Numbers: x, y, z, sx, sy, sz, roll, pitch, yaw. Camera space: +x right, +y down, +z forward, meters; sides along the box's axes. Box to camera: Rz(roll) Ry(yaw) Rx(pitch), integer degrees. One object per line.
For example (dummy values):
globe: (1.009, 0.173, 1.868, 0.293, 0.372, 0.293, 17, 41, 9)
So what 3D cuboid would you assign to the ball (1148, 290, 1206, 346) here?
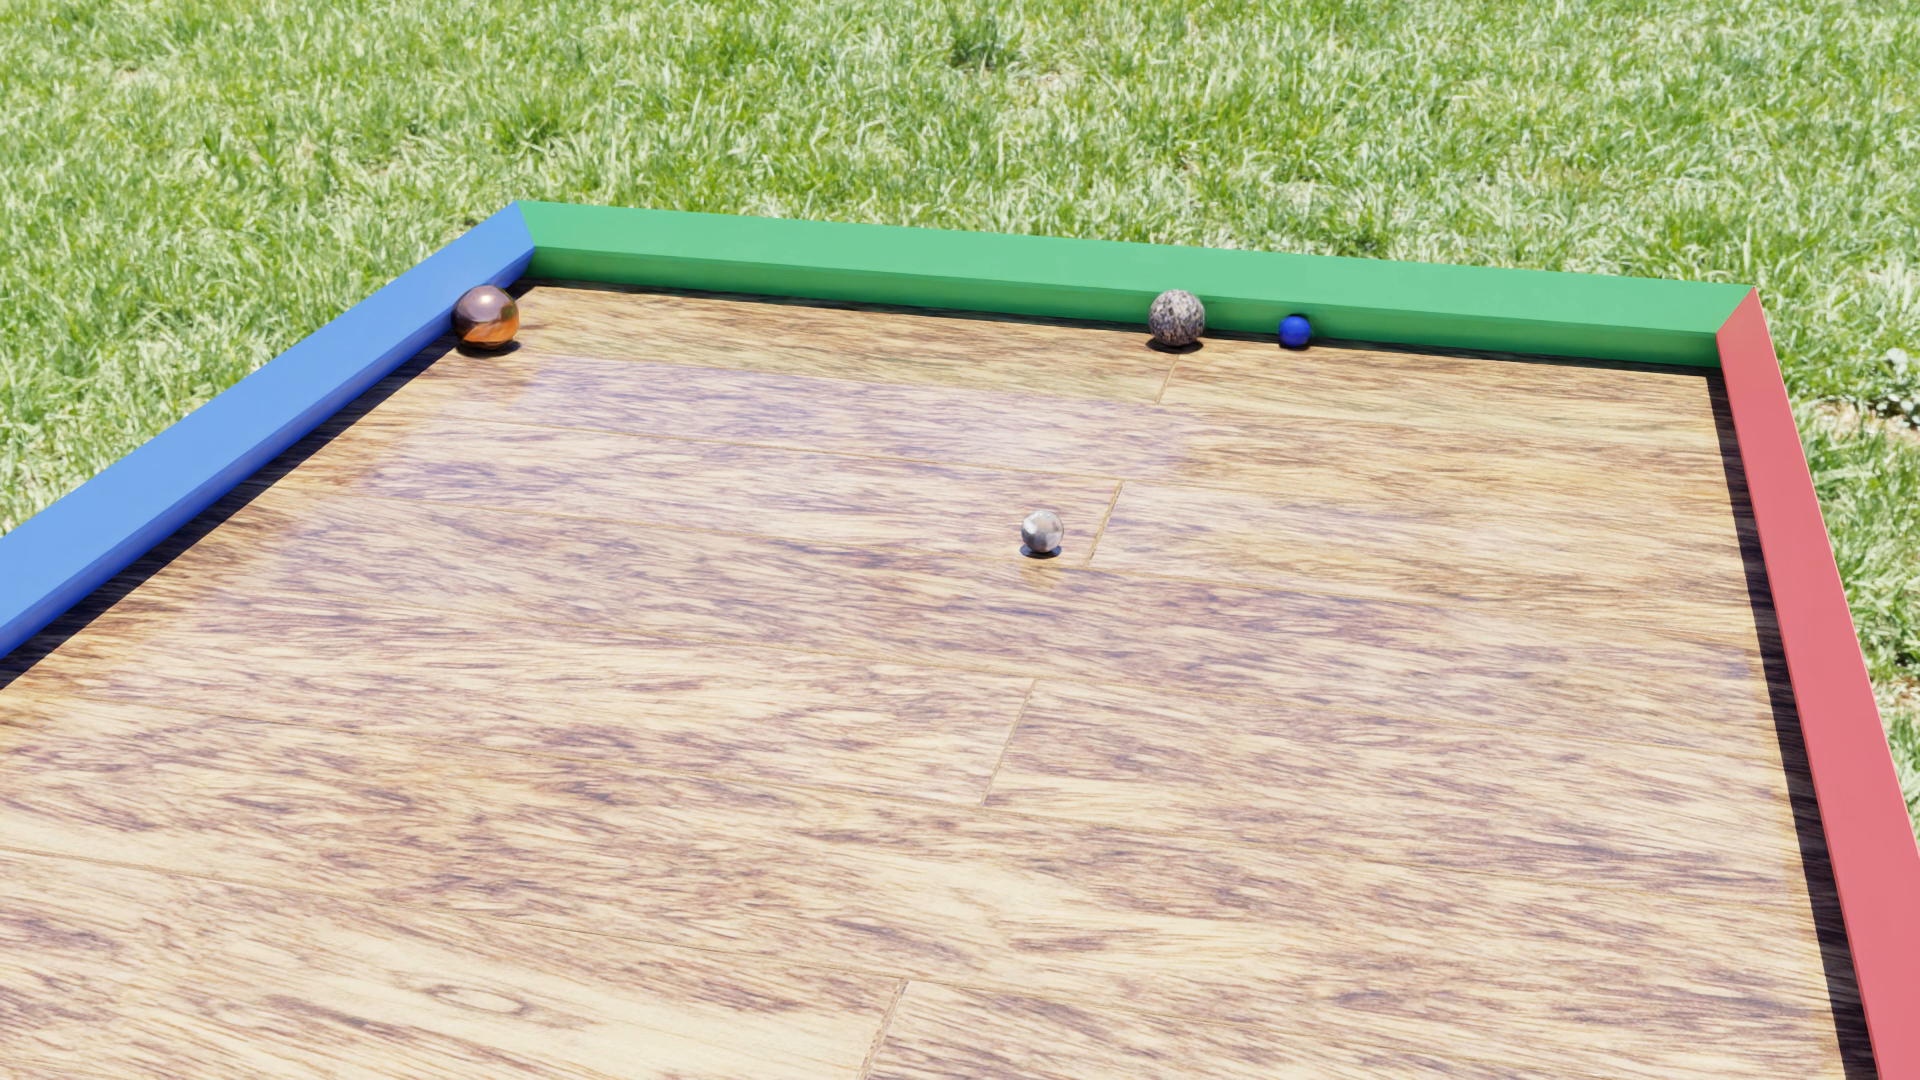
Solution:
ball: (0.294, -0.301, 2.978, 0.077, 0.077, 0.077, 0, 25, 0)

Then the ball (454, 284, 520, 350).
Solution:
ball: (-0.638, -0.300, 2.964, 0.088, 0.088, 0.088, 0, 25, 0)

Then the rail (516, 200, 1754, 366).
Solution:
rail: (0.186, -0.354, 3.047, 1.736, 0.114, 0.045, 6, 25, 12)

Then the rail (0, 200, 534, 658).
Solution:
rail: (-1.013, 0.226, 1.784, 0.045, 0.114, 3.309, 6, 25, 12)

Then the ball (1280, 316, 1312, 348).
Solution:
ball: (0.455, -0.282, 2.981, 0.042, 0.042, 0.042, 0, 25, 0)

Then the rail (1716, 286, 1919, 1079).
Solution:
rail: (0.630, 0.390, 1.428, 0.045, 0.114, 3.309, 6, 25, 12)

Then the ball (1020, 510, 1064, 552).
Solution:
ball: (0.089, -0.010, 2.381, 0.047, 0.047, 0.047, 0, 25, 0)
